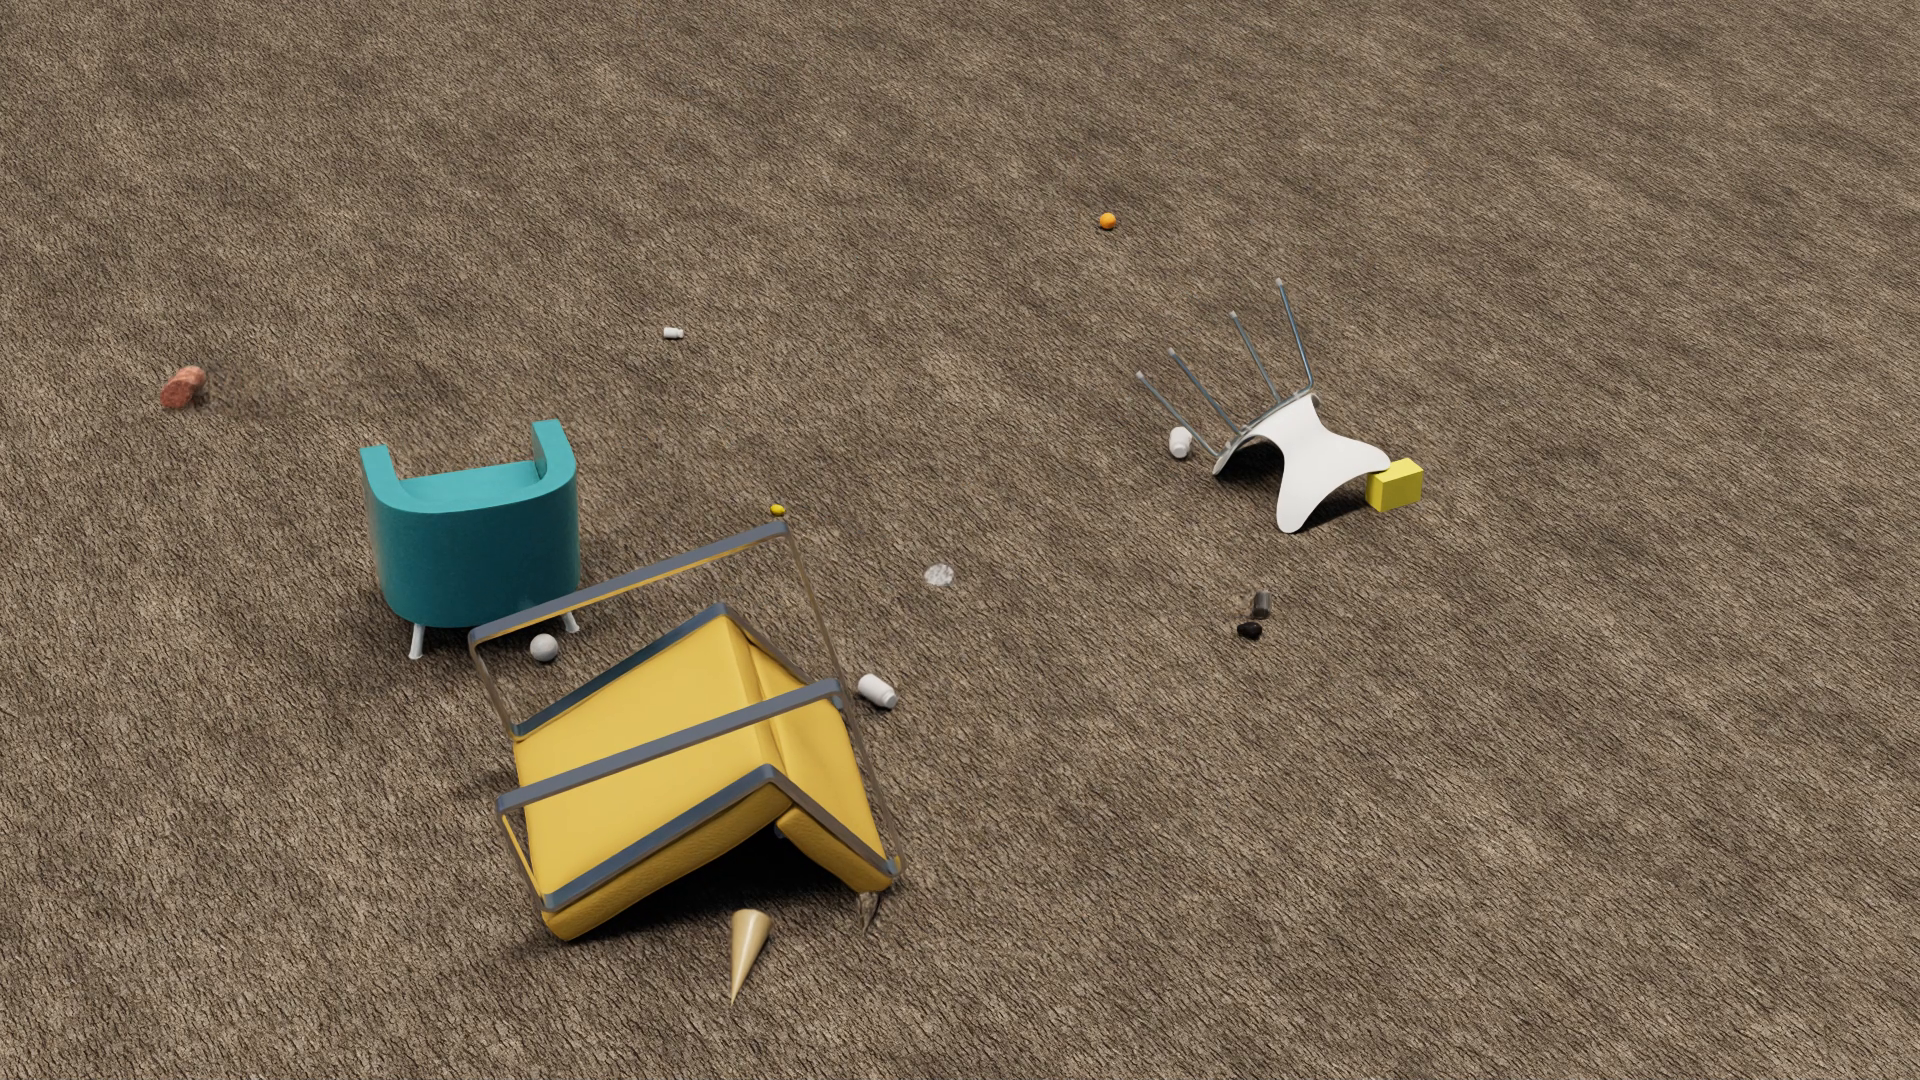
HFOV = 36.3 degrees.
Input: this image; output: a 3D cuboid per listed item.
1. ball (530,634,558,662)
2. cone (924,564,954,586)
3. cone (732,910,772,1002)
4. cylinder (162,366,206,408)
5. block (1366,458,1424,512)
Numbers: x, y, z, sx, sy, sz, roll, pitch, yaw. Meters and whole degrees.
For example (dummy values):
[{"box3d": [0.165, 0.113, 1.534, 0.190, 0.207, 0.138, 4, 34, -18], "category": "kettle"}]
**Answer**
[{"box3d": [-1.459, 0.377, 10.282, 0.099, 0.099, 0.099, 0, 33, 0], "category": "ball"}, {"box3d": [-0.069, 0.132, 10.714, 0.111, 0.078, 0.054, -9, -8, 16], "category": "cone"}, {"box3d": [-0.665, 1.290, 8.932, 0.128, 0.122, 0.325, 11, 45, 0], "category": "cone"}, {"box3d": [-3.111, -0.614, 11.751, 0.167, 0.104, 0.117, -33, 18, 31], "category": "cylinder"}, {"box3d": [1.649, -0.208, 11.137, 0.186, 0.135, 0.101, -16, 37, -23], "category": "block"}]
